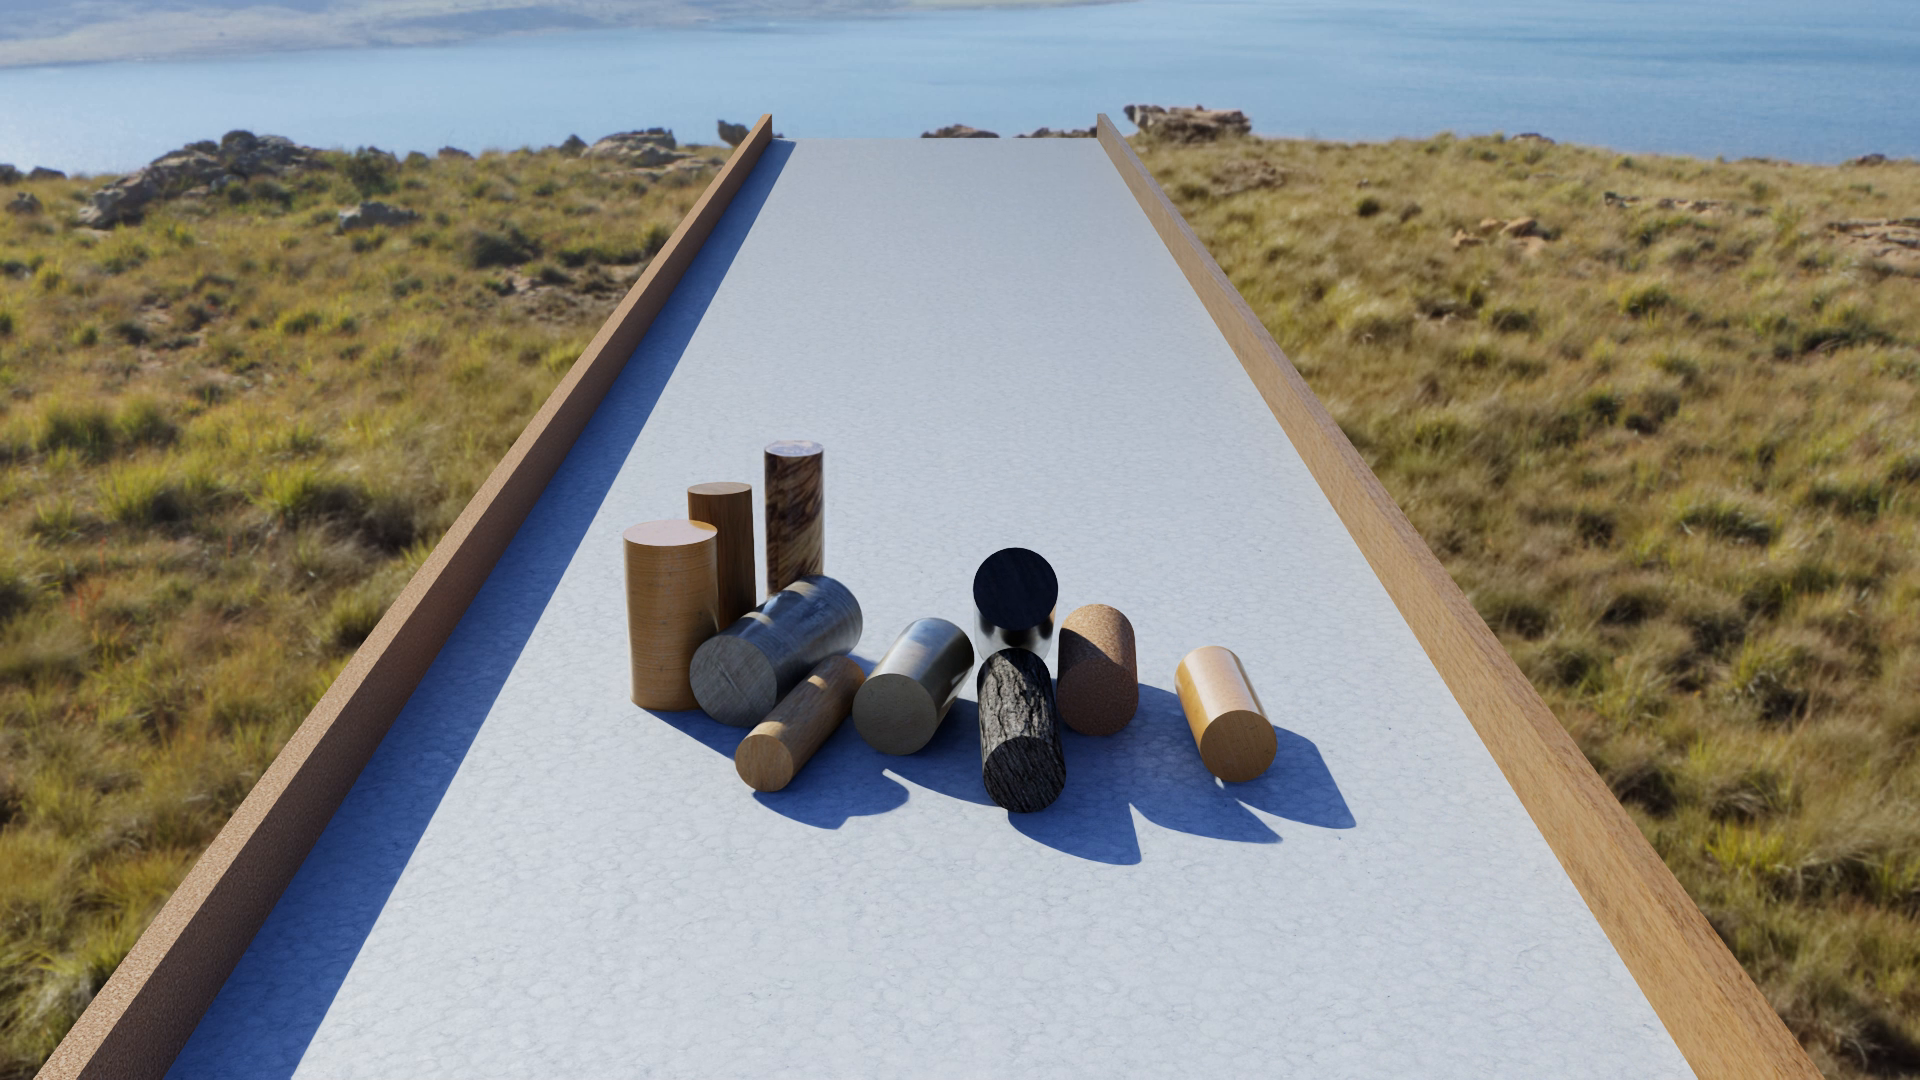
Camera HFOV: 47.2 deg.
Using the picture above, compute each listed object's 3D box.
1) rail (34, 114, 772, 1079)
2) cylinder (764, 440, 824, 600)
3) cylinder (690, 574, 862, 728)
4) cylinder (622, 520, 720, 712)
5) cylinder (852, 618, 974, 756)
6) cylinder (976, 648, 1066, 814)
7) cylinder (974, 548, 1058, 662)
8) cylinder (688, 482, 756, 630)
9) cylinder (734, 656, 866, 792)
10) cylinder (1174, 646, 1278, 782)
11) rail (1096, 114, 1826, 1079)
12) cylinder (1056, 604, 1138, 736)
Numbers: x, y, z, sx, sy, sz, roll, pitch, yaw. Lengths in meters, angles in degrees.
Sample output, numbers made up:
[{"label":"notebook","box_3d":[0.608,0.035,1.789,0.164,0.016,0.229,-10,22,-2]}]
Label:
[{"label":"rail","box_3d":[-1.118,-0.838,7.780,0.050,0.150,12.000,0,17,-1]},{"label":"cylinder","box_3d":[-0.335,0.013,4.445,0.118,0.415,0.118,1,19,0]},{"label":"cylinder","box_3d":[-0.346,0.207,4.216,0.179,0.179,0.396,6,18,20]},{"label":"cylinder","box_3d":[-0.544,0.142,4.176,0.177,0.327,0.177,0,17,0]},{"label":"cylinder","box_3d":[-0.082,0.266,4.060,0.156,0.156,0.319,4,17,12]},{"label":"cylinder","box_3d":[0.104,0.329,3.878,0.139,0.139,0.443,0,17,-1]},{"label":"cylinder","box_3d":[0.103,0.139,4.148,0.154,0.154,0.419,0,-14,1]},{"label":"cylinder","box_3d":[-0.467,0.072,4.348,0.126,0.355,0.126,-1,13,0]},{"label":"cylinder","box_3d":[-0.281,0.325,3.949,0.107,0.107,0.414,4,17,14]},{"label":"cylinder","box_3d":[0.474,0.308,3.956,0.134,0.134,0.336,-1,17,-2]},{"label":"rail","box_3d":[0.932,-0.844,7.801,0.050,0.150,12.000,0,17,-1]},{"label":"cylinder","box_3d":[0.259,0.241,4.153,0.150,0.150,0.319,1,17,3]}]
